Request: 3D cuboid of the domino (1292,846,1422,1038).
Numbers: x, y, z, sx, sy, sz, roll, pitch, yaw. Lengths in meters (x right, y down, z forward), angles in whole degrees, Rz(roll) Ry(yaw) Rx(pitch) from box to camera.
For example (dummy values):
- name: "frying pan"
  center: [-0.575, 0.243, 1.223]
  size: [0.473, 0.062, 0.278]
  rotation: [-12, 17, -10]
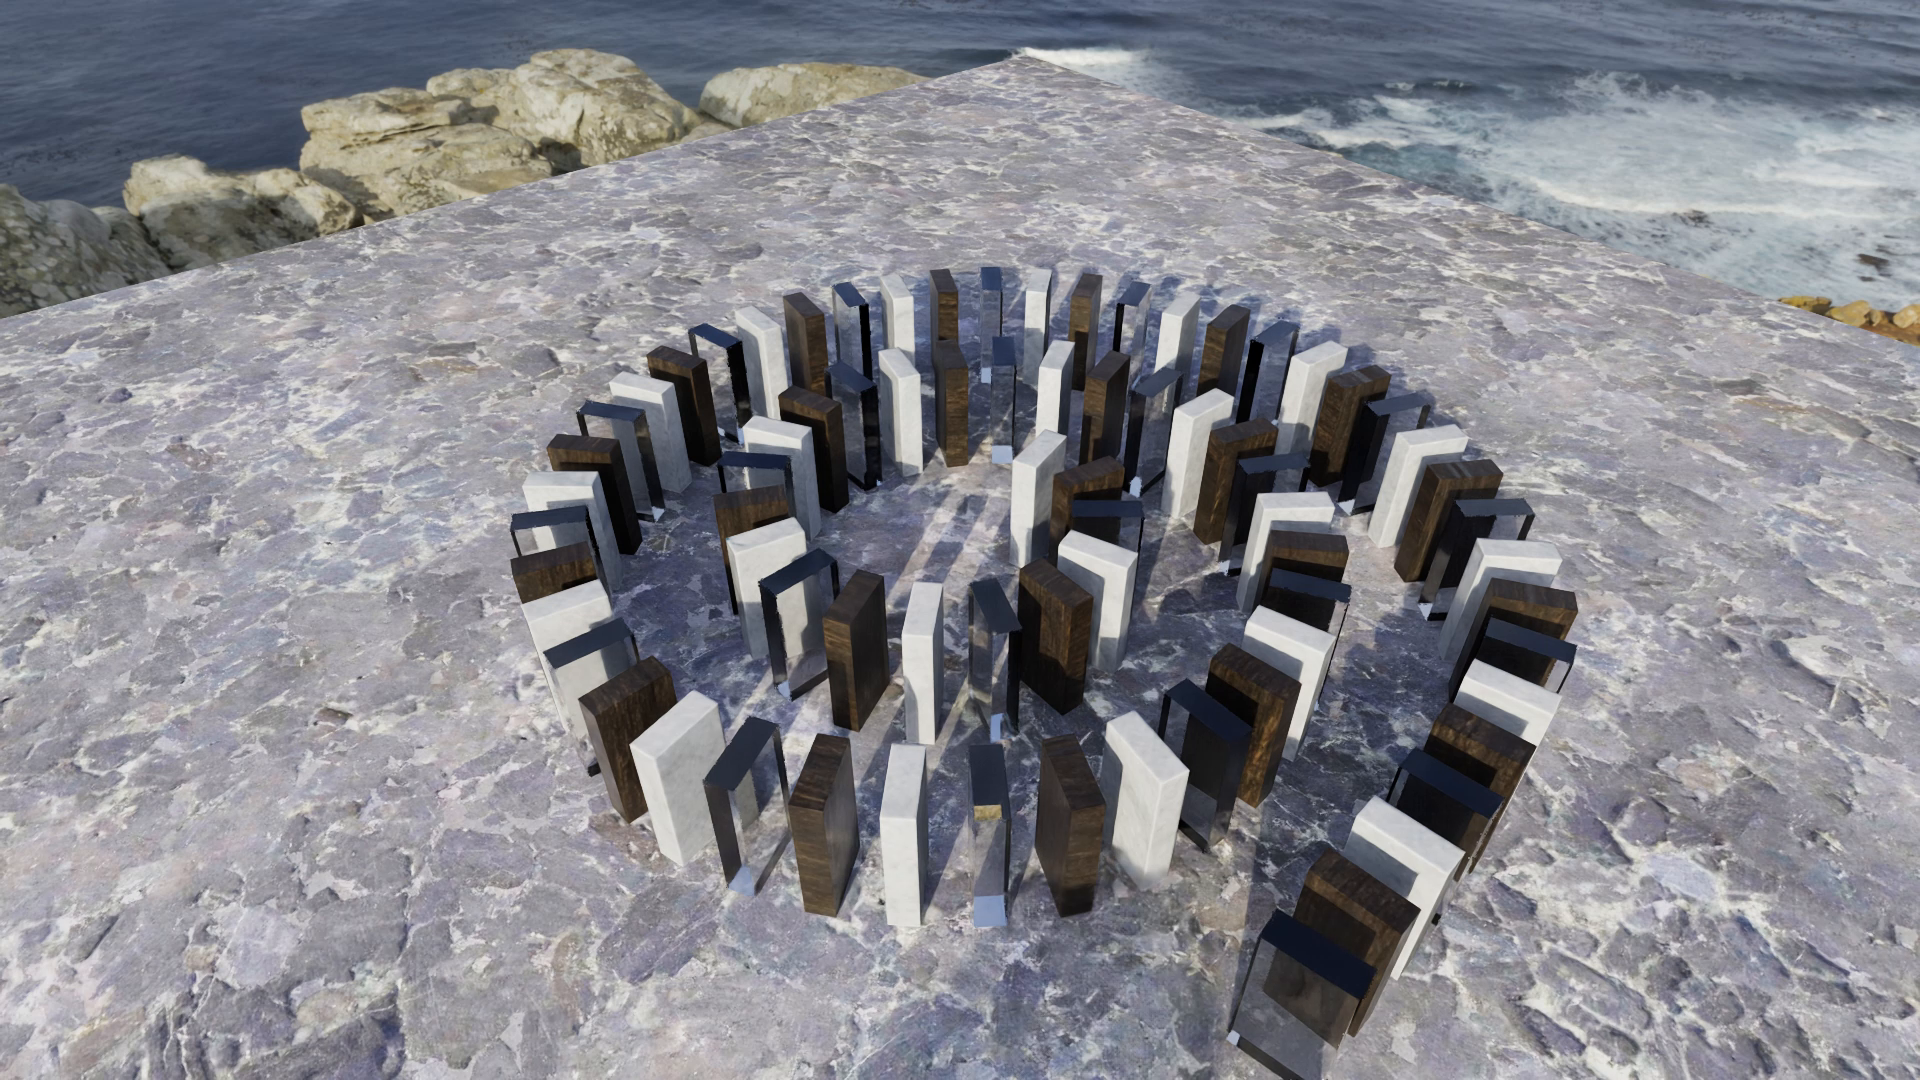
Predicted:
- name: "domino"
  center: [0.099, 0.104, 0.284]
  size: [0.009, 0.050, 0.025]
  rotation: [-32, 49, -33]

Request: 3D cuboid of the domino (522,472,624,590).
- name: "domino"
  center: [-0.145, -0.003, 0.415]
  size: [0.025, 0.050, 0.009]
  rotation: [0, 39, 0]

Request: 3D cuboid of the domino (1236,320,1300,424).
- name: "domino"
  center: [0.139, -0.072, 0.499]
  size: [0.010, 0.050, 0.025]
  rotation: [31, 49, 32]

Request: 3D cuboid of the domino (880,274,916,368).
- name: "domino"
  center: [-0.030, -0.100, 0.534]
  size: [0.010, 0.050, 0.025]
  rotation: [-11, 41, -14]

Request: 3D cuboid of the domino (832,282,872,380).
- name: "domino"
  center: [-0.051, -0.095, 0.527]
  size: [0.009, 0.050, 0.025]
  rotation: [-16, 42, -18]

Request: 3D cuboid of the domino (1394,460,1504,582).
- name: "domino"
  center: [0.186, -0.007, 0.420]
  size: [0.025, 0.050, 0.009]
  rotation: [-5, 40, -7]

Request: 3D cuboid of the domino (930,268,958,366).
- name: "domino"
  center: [-0.008, -0.104, 0.538]
  size: [0.010, 0.050, 0.025]
  rotation: [-7, 40, -8]

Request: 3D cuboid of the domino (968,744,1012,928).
- name: "domino"
  center: [0.008, 0.084, 0.309]
  size: [0.009, 0.050, 0.025]
  rotation: [-2, 39, -3]

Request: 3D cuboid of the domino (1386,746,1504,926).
- name: "domino"
  center: [0.131, 0.084, 0.309]
  size: [0.025, 0.050, 0.009]
  rotation: [31, 49, 32]

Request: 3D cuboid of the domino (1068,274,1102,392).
- name: "domino"
  center: [0.060, -0.101, 0.534]
  size: [0.009, 0.050, 0.025]
  rotation: [12, 41, 14]

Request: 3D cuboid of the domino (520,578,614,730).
- name: "domino"
  center: [-0.126, 0.038, 0.365]
  size: [0.025, 0.050, 0.010]
  rotation: [-20, 43, -23]

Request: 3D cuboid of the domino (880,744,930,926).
- name: "domino"
  center: [-0.015, 0.084, 0.309]
  size: [0.010, 0.050, 0.025]
  rotation: [3, 39, 3]

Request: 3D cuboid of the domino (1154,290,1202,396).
- name: "domino"
  center: [0.102, -0.089, 0.520]
  size: [0.009, 0.050, 0.025]
  rotation: [20, 43, 23]

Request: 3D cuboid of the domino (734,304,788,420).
- name: "domino"
  center: [-0.091, -0.080, 0.509]
  size: [0.010, 0.050, 0.025]
  rotation: [-26, 46, -29]

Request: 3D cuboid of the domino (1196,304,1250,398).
- name: "domino"
  center: [0.121, -0.081, 0.510]
  size: [0.010, 0.050, 0.025]
  rotation: [25, 45, 27]

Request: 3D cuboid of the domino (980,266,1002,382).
- name: "domino"
  center: [0.015, -0.105, 0.540]
  size: [0.010, 0.050, 0.025]
  rotation: [-1, 39, -1]

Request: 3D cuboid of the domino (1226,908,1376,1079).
- name: "domino"
  center: [0.083, 0.115, 0.271]
  size: [0.025, 0.050, 0.009]
  rotation: [27, 47, 29]

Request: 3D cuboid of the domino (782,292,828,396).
- name: "domino"
  center: [-0.072, -0.088, 0.519]
  size: [0.009, 0.050, 0.025]
  rotation: [-20, 44, -23]

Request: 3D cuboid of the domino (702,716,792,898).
- name: "domino"
  center: [-0.060, 0.077, 0.317]
  size: [0.009, 0.050, 0.025]
  rotation: [14, 41, 16]

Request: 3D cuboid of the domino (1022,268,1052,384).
- name: "domino"
  center: [0.038, -0.104, 0.539]
  size: [0.010, 0.050, 0.025]
  rotation: [6, 40, 8]

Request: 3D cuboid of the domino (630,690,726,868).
- name: "domino"
  center: [-0.080, 0.071, 0.325]
  size: [0.009, 0.050, 0.025]
  rotation: [23, 45, 25]

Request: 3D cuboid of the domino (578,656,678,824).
- name: "domino"
  center: [-0.098, 0.062, 0.336]
  size: [0.025, 0.050, 0.009]
  rotation: [-32, 49, -33]

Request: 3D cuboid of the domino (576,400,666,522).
- name: "domino"
  center: [-0.138, -0.032, 0.450]
  size: [0.025, 0.050, 0.010]
  rotation: [10, 40, 12]

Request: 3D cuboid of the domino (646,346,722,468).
- name: "domino"
  center: [-0.121, -0.058, 0.483]
  size: [0.025, 0.050, 0.010]
  rotation: [20, 43, 23]

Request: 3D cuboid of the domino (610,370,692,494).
- name: "domino"
  center: [-0.131, -0.045, 0.467]
  size: [0.025, 0.050, 0.009]
  rotation: [15, 42, 17]

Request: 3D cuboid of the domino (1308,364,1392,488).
- name: "domino"
  center: [0.166, -0.048, 0.470]
  size: [0.025, 0.050, 0.010]
  rotation: [-17, 42, -20]

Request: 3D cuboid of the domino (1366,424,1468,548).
- name: "domino"
  center: [0.181, -0.021, 0.437]
  size: [0.025, 0.050, 0.009]
  rotation: [-9, 40, -11]

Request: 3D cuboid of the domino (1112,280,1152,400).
- name: "domino"
  center: [0.081, -0.095, 0.528]
  size: [0.010, 0.050, 0.025]
  rotation: [16, 42, 18]

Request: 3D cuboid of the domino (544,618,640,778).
- name: "domino"
  center: [-0.113, 0.051, 0.350]
  size: [0.025, 0.050, 0.010]
  rotation: [-26, 46, -28]

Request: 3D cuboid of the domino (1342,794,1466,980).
- name: "domino"
  center: [0.115, 0.094, 0.296]
  size: [0.009, 0.050, 0.025]
  rotation: [-32, 49, -33]

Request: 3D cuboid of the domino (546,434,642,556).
- name: "domino"
  center: [-0.143, -0.017, 0.433]
  size: [0.025, 0.050, 0.010]
  rotation: [6, 40, 7]

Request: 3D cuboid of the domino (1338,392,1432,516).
- name: "domino"
  center: [0.175, -0.035, 0.454]
  size: [0.025, 0.050, 0.009]
  rotation: [-13, 41, -15]

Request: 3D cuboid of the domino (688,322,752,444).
- name: "domino"
  center: [-0.107, -0.070, 0.497]
  size: [0.025, 0.050, 0.010]
  rotation: [28, 47, 30]

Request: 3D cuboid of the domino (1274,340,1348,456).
- name: "domino"
  center: [0.154, -0.061, 0.486]
  size: [0.025, 0.050, 0.009]
  rotation: [-24, 45, -27]

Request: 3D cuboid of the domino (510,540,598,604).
- name: "domino"
  center: [-0.136, 0.025, 0.380]
  size: [0.025, 0.050, 0.010]
  rotation: [-15, 42, -17]

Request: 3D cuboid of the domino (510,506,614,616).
- name: "domino"
  center: [-0.143, 0.012, 0.397]
  size: [0.025, 0.050, 0.010]
  rotation: [-8, 40, -10]

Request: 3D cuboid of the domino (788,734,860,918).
- name: "domino"
  center: [-0.038, 0.081, 0.312]
  size: [0.009, 0.050, 0.025]
  rotation: [8, 40, 9]
